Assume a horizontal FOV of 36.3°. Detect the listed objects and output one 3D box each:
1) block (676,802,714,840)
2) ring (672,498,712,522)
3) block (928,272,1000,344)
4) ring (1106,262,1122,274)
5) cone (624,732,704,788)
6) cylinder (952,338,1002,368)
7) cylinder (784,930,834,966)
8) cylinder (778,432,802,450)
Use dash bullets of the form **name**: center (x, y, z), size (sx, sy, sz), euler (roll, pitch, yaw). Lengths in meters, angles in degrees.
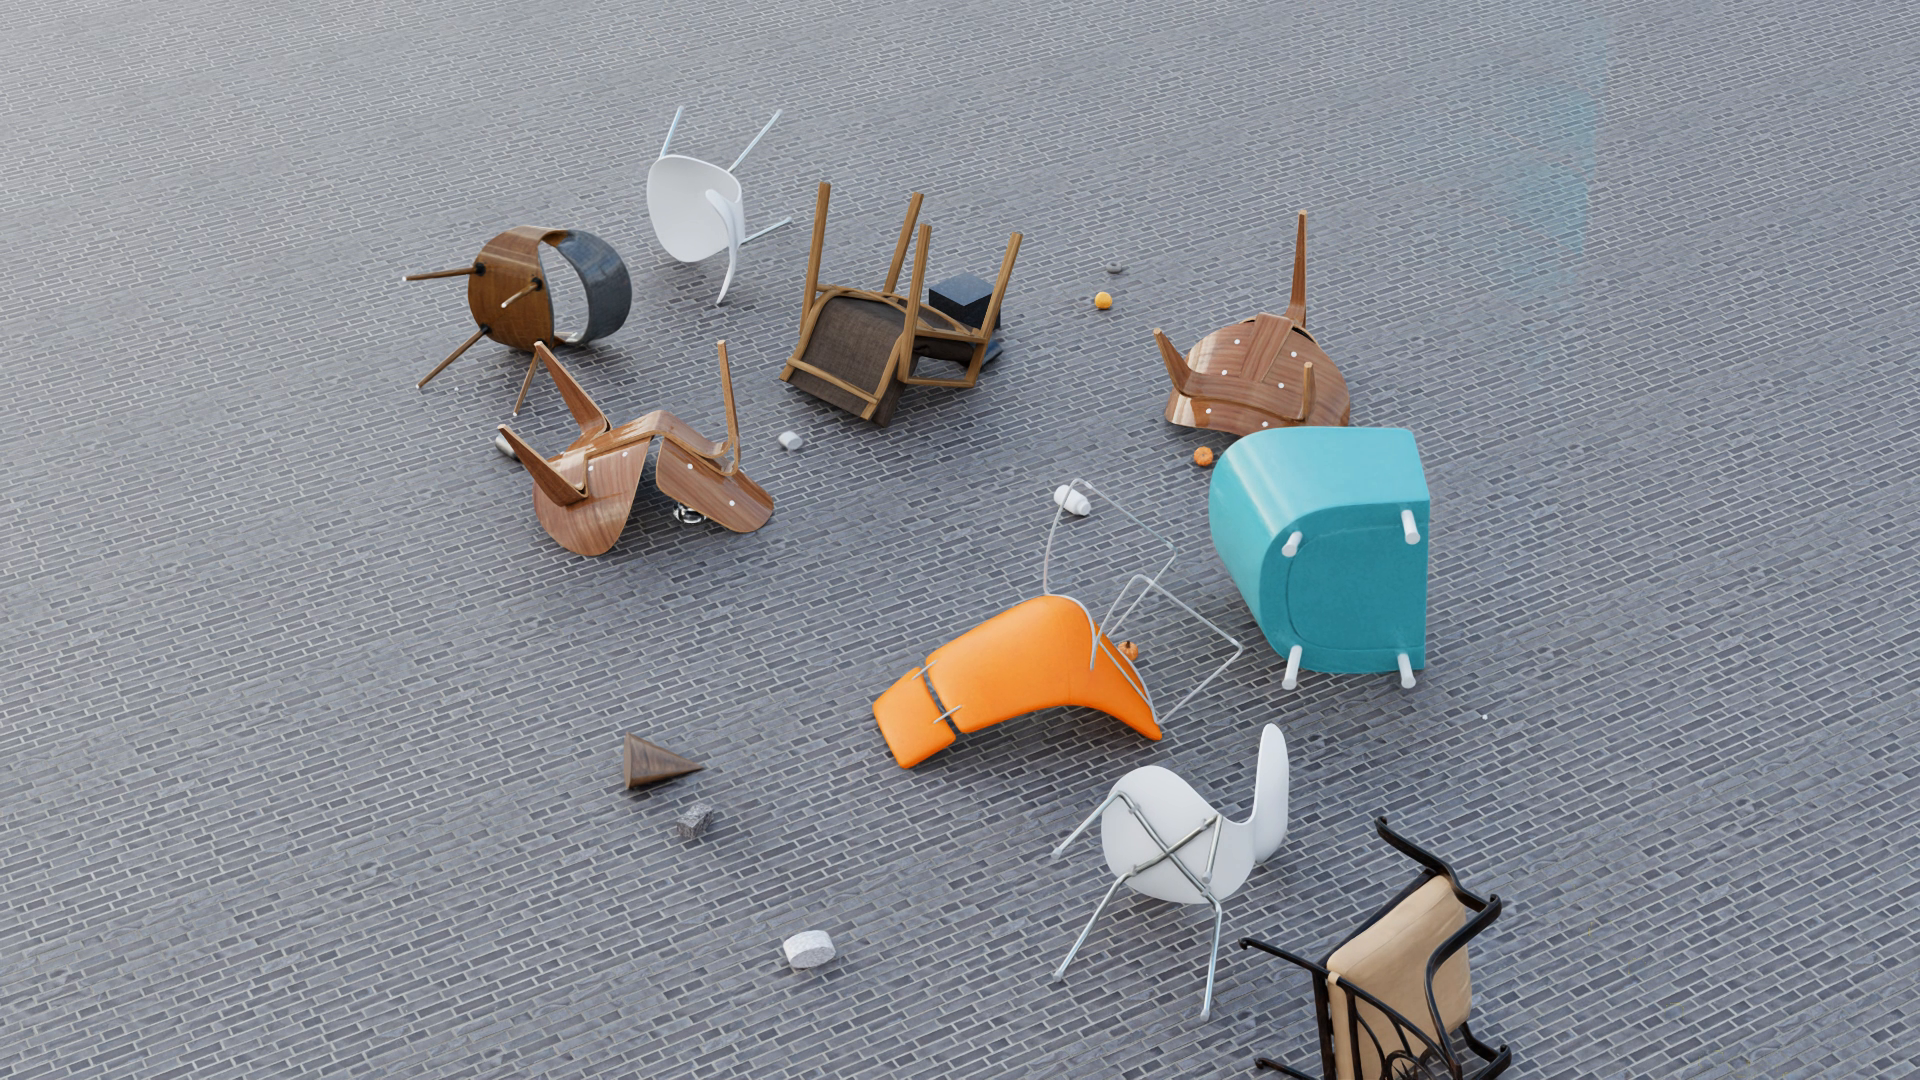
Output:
- **block**: center (-0.858, 0.911, 9.515), size (0.062, 0.051, 0.118), euler (19, 38, 26)
- **ring**: center (-1.012, -0.111, 11.068), size (0.150, 0.050, 0.133), euler (10, 33, 16)
- **block**: center (0.020, -0.971, 12.254), size (0.212, 0.181, 0.213), euler (-27, 42, -35)
- **ring**: center (0.668, -1.183, 12.710), size (0.072, 0.033, 0.066), euler (27, 43, 32)
- **cone**: center (-0.976, 0.745, 9.758), size (0.265, 0.125, 0.275), euler (7, 30, -14)
- **cylinder**: center (0.071, -0.768, 12.045), size (0.155, 0.071, 0.147), euler (18, 33, 29)
- **cylinder**: center (-0.462, 1.253, 8.977), size (0.146, 0.073, 0.080), euler (-10, 51, -2)
- **cylinder**: center (-0.664, -0.388, 11.487), size (0.075, 0.050, 0.060), euler (-15, 36, -34)
